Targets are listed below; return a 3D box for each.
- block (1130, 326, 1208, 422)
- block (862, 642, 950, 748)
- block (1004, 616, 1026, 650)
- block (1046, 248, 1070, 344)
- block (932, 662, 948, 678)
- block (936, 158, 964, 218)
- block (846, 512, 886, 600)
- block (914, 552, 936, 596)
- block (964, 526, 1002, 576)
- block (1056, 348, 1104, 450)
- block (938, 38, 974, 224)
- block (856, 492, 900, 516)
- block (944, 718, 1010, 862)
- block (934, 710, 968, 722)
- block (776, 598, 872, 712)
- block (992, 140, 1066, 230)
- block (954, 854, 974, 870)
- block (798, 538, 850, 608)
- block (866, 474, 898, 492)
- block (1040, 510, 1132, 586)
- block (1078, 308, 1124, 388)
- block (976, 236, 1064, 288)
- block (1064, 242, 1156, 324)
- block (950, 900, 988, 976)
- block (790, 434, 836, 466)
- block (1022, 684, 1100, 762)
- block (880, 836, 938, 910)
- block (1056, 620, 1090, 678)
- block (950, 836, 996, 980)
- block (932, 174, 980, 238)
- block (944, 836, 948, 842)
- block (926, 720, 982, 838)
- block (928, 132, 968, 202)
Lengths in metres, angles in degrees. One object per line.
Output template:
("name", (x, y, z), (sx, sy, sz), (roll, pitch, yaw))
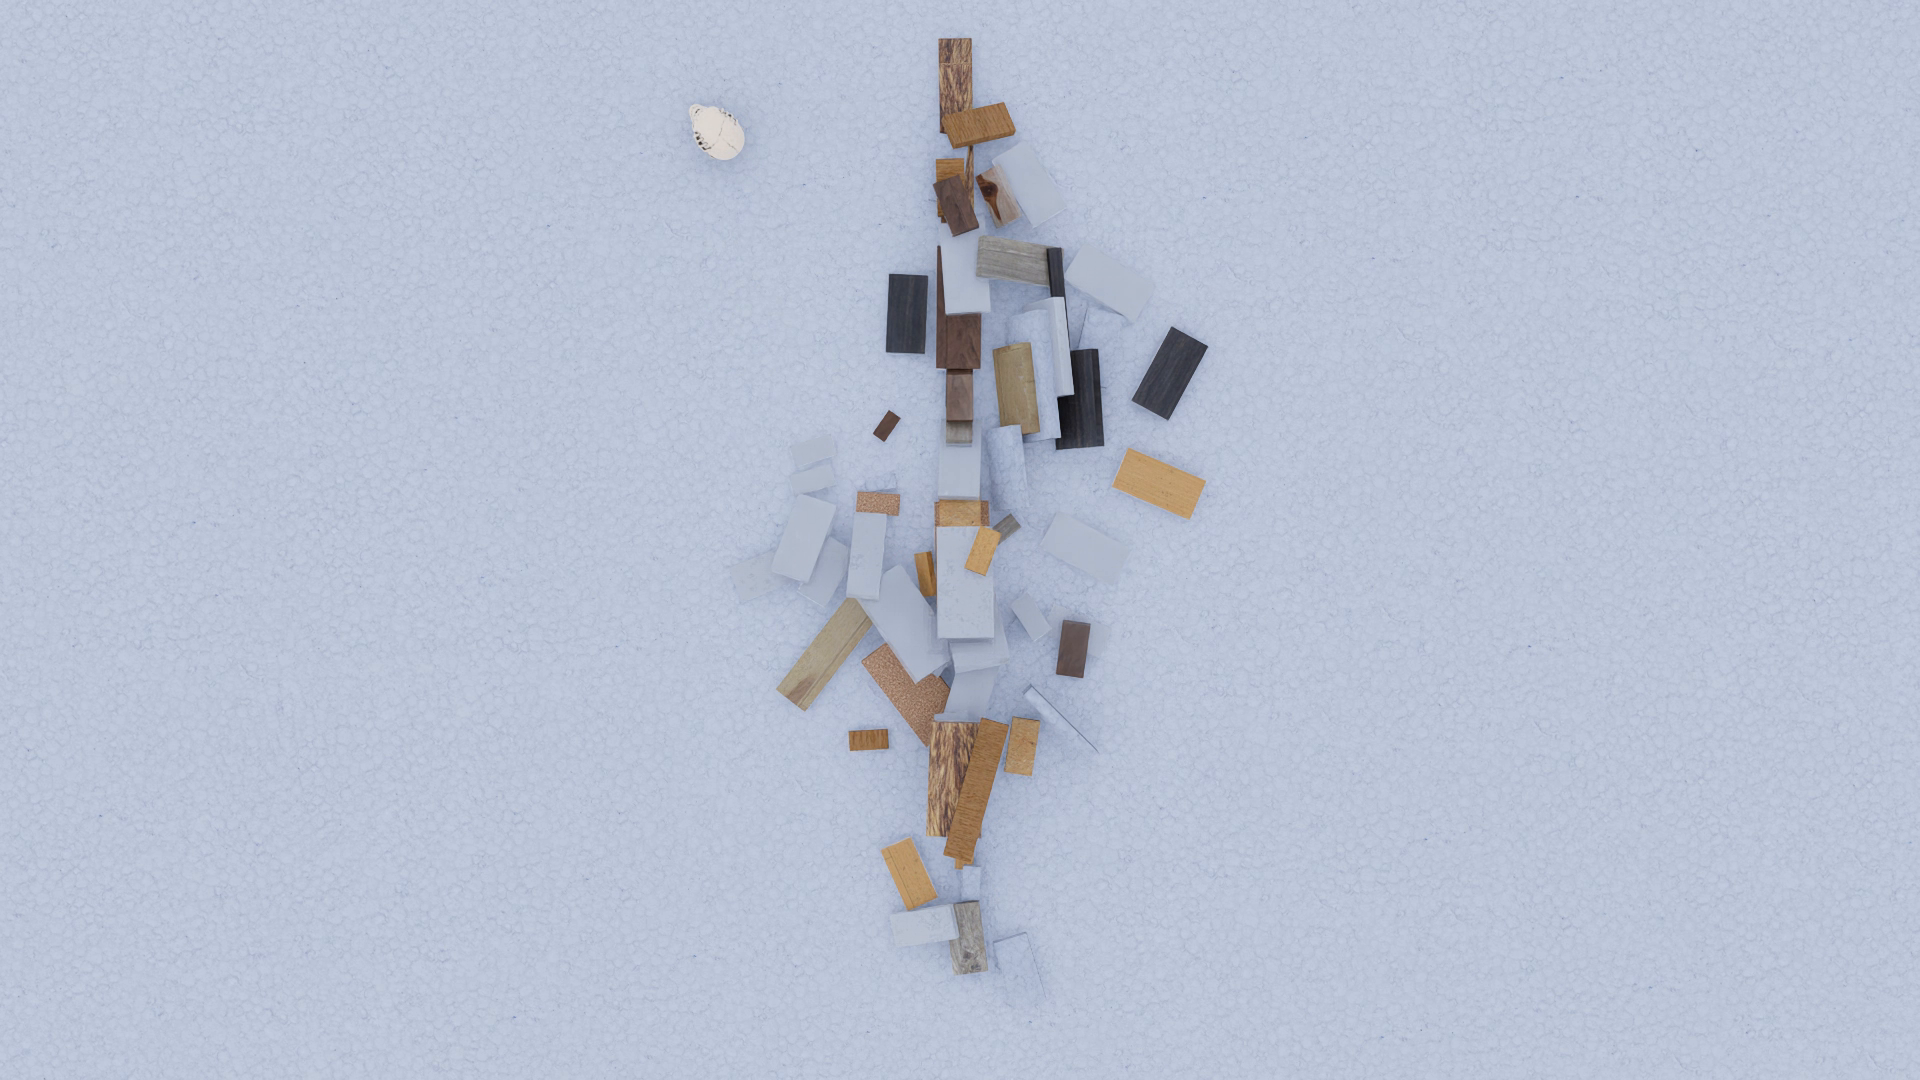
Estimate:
("block", (0.695, -0.551, 5.480), (0.140, 0.040, 0.280), (28, 90, 0))
("block", (-0.148, 0.489, 5.460), (0.178, 0.050, 0.355), (-37, 94, 0))
("block", (0.188, 0.306, 5.492), (0.058, 0.016, 0.116), (38, 90, 0))
("block", (0.326, -0.798, 5.458), (0.049, 0.014, 0.334), (-10, 100, -26))
("block", (-0.062, 0.389, 5.431), (0.058, 0.016, 0.116), (37, 75, 0))
("block", (-0.030, -1.158, 5.424), (0.093, 0.026, 0.185), (-2, 90, 0))
("block", (-0.306, 0.050, 5.418), (0.105, 0.030, 0.301), (4, 63, 0))
("block", (-0.112, 0.114, 5.464), (0.021, 0.073, 0.146), (-10, 90, -35))
("block", (0.074, 0.035, 5.288), (0.073, 0.021, 0.146), (21, 82, 3))
("block", (0.385, -0.462, 5.430), (0.160, 0.045, 0.320), (-3, 92, 36))
("block", (-0.010, -1.230, 5.484), (0.110, 0.031, 0.867), (-1, 90, 0))
("block", (-0.272, -0.121, 5.490), (0.142, 0.020, 0.071), (4, 90, 0))
("block", (0.052, 0.803, 5.299), (0.092, 0.026, 0.456), (16, 90, 0))
("block", (-0.016, 0.708, 5.379), (0.109, 0.031, 0.290), (-5, 90, 0))
("block", (-0.427, 0.357, 5.483), (0.122, 0.035, 0.443), (38, 90, 0))
("block", (0.230, -1.182, 5.482), (0.131, 0.037, 0.261), (-32, 90, 0))
("block", (0.016, 1.031, 5.459), (0.058, 0.017, 0.117), (4, 90, 0))
("block", (-0.440, 0.107, 5.462), (0.105, 0.030, 0.211), (31, 81, -8))
("block", (-0.261, -0.191, 5.493), (0.097, 0.014, 0.049), (-9, 90, 0))
("block", (0.417, 0.028, 5.481), (0.273, 0.039, 0.136), (28, 89, -1))
("block", (0.455, -0.638, 5.483), (0.122, 0.035, 0.245), (13, 90, 0))
("block", (0.198, -0.912, 5.414), (0.301, 0.037, 0.131), (4, 90, -27))
("block", (0.495, -0.855, 5.480), (0.280, 0.040, 0.140), (32, 90, 0))
("block", (0.021, 1.314, 5.451), (0.115, 0.033, 0.230), (-8, 90, 0))
("block", (-0.488, -0.298, 5.490), (0.142, 0.020, 0.071), (-17, 90, 0))
("block", (0.332, 0.602, 5.432), (0.313, 0.136, 0.039), (45, 90, 0))
("block", (-0.169, 1.108, 5.485), (0.109, 0.031, 0.219), (-24, 90, 0))
("block", (0.375, 0.361, 5.459), (0.092, 0.026, 0.184), (8, 106, 5))
("block", (0.031, 1.122, 5.484), (0.115, 0.033, 0.660), (-5, 90, 0))
("block", (-0.013, -1.091, 5.382), (0.093, 0.026, 0.185), (-20, 81, -3))
("block", (-0.021, 0.965, 5.384), (0.059, 0.017, 0.117), (-8, 102, 4))
("block", (-0.013, 0.774, 5.338), (0.178, 0.050, 0.368), (2, 90, 0))
("block", (-0.037, -1.227, 5.453), (0.110, 0.031, 0.220), (7, 90, 0))
